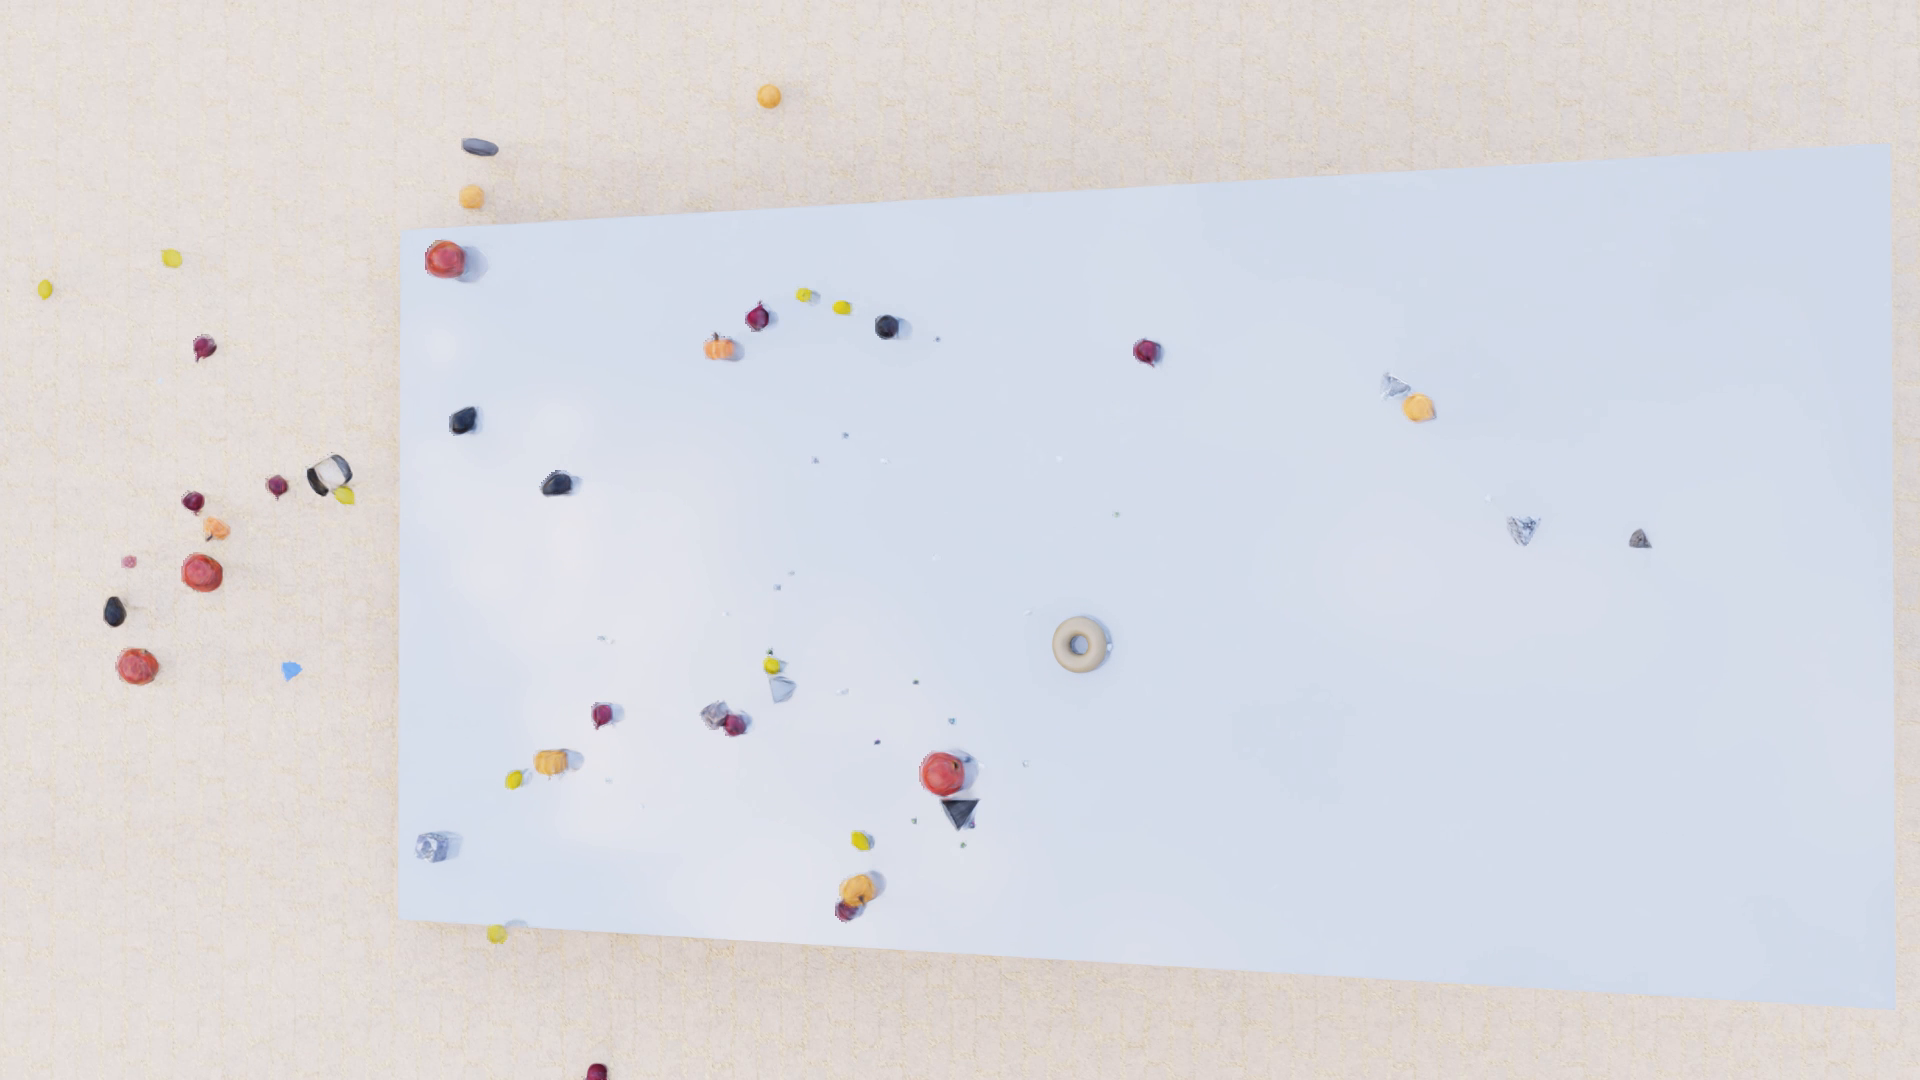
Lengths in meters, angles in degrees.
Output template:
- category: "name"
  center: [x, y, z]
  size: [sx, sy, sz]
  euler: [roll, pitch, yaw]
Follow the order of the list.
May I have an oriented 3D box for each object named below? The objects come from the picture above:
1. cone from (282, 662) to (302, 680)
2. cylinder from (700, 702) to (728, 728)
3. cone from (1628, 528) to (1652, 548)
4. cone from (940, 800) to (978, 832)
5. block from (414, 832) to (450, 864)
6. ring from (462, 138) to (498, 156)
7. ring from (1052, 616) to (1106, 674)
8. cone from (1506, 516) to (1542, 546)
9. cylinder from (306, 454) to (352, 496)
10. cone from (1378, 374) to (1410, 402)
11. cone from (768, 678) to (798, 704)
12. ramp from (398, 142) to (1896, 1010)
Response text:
- category: "cone"
  center: [-1.970, 0.397, 6.461]
  size: [0.057, 0.057, 0.057]
  euler: [34, 126, 0]
- category: "cylinder"
  center: [-0.674, 0.480, 6.018]
  size: [0.053, 0.053, 0.053]
  euler: [-39, 91, 0]
- category: "cone"
  center: [1.631, 0.007, 5.242]
  size: [0.050, 0.050, 0.050]
  euler: [31, 89, -12]
- category: "cone"
  center: [0.013, 0.705, 5.784]
  size: [0.093, 0.093, 0.093]
  euler: [-28, 89, -10]
- category: "block"
  center: [-1.513, 0.881, 6.298]
  size: [0.065, 0.065, 0.065]
  euler: [15, 94, 19]
- category: "ring"
  center: [-1.405, -1.150, 6.443]
  size: [0.104, 0.104, 0.035]
  euler: [9, 87, 0]
- category: "ring"
  center: [0.308, 0.271, 5.683]
  size: [0.148, 0.049, 0.148]
  euler: [1, 93, 21]
- category: "cone"
  center: [1.377, -0.039, 5.324]
  size: [0.079, 0.079, 0.079]
  euler: [-28, 89, -10]
- category: "cylinder"
  center: [-1.833, -0.189, 6.392]
  size: [0.091, 0.091, 0.091]
  euler: [50, 49, 1]
- category: "cone"
  center: [1.086, -0.377, 5.431]
  size: [0.073, 0.073, 0.073]
  euler: [-6, 89, -22]
- category: "cone"
  center: [-0.474, 0.401, 5.961]
  size: [0.074, 0.074, 0.074]
  euler: [-10, 89, -13]
- category: "ramp"
  center: [0.279, 0.091, 5.775]
  size: [4.000, 0.100, 2.000]
  euler: [0, 89, 19]
